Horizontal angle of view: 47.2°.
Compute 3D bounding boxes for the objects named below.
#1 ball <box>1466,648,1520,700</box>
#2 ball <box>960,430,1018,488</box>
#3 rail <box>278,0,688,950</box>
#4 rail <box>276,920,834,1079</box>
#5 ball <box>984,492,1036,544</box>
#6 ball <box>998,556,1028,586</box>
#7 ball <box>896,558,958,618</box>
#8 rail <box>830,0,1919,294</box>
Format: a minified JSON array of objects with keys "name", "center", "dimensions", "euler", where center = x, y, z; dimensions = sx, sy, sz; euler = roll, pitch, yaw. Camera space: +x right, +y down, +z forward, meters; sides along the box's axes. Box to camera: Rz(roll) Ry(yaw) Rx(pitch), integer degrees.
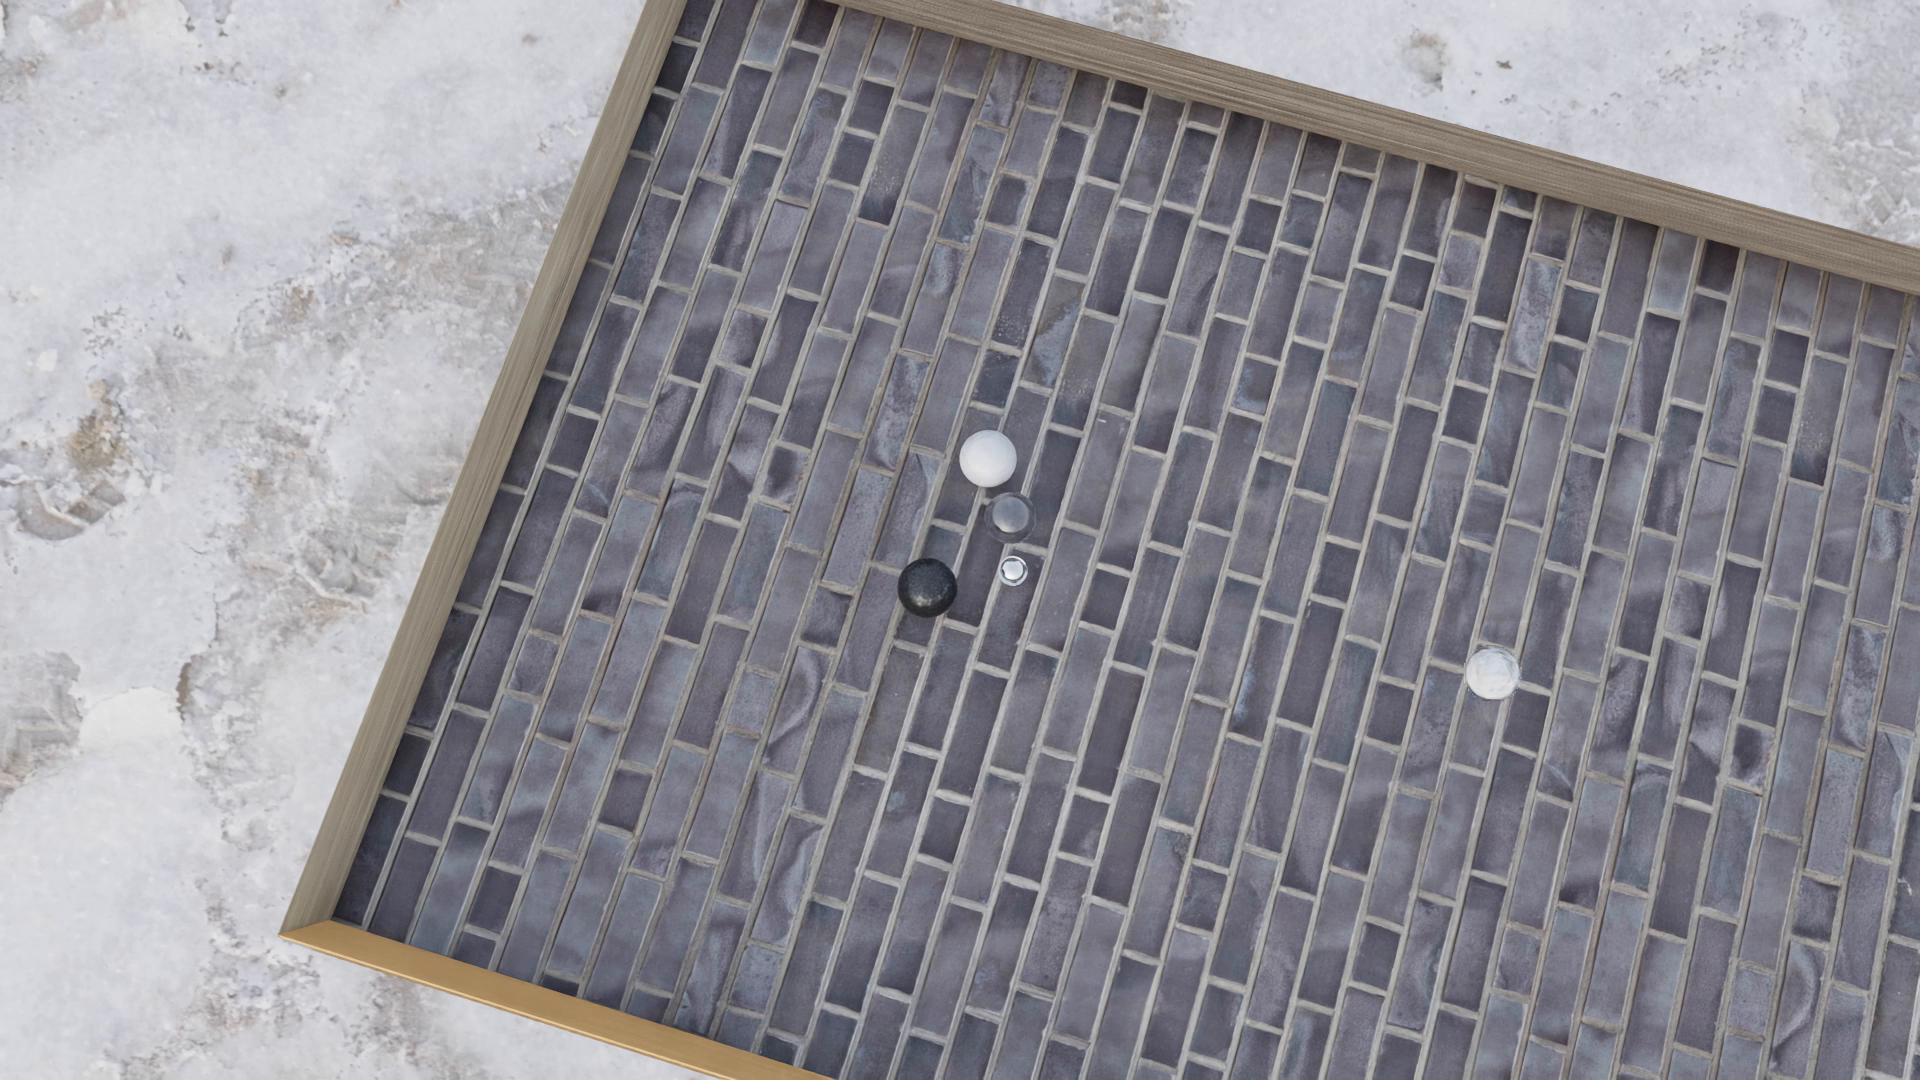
[{"name":"ball","center":[0.805,0.202,3.321],"dimensions":[0.079,0.079,0.079],"euler":[0,73,0]},{"name":"ball","center":[0.044,-0.126,3.419],"dimensions":[0.090,0.090,0.090],"euler":[0,73,0]},{"name":"rail","center":[-0.694,-0.209,3.428],"dimensions":[0.045,0.120,1.744],"euler":[16,73,5]},{"name":"rail","center":[0.470,0.976,3.056],"dimensions":[2.998,0.120,0.045],"euler":[16,73,5]},{"name":"ball","center":[0.078,-0.034,3.394],"dimensions":[0.082,0.082,0.082],"euler":[0,73,0]},{"name":"ball","center":[0.081,0.048,3.387],"dimensions":[0.046,0.046,0.046],"euler":[0,73,0]},{"name":"ball","center":[-0.050,0.073,3.355],"dimensions":[0.093,0.093,0.093],"euler":[0,73,0]},{"name":"rail","center":[0.964,-0.572,3.542],"dimensions":[2.998,0.120,0.045],"euler":[16,73,5]}]
